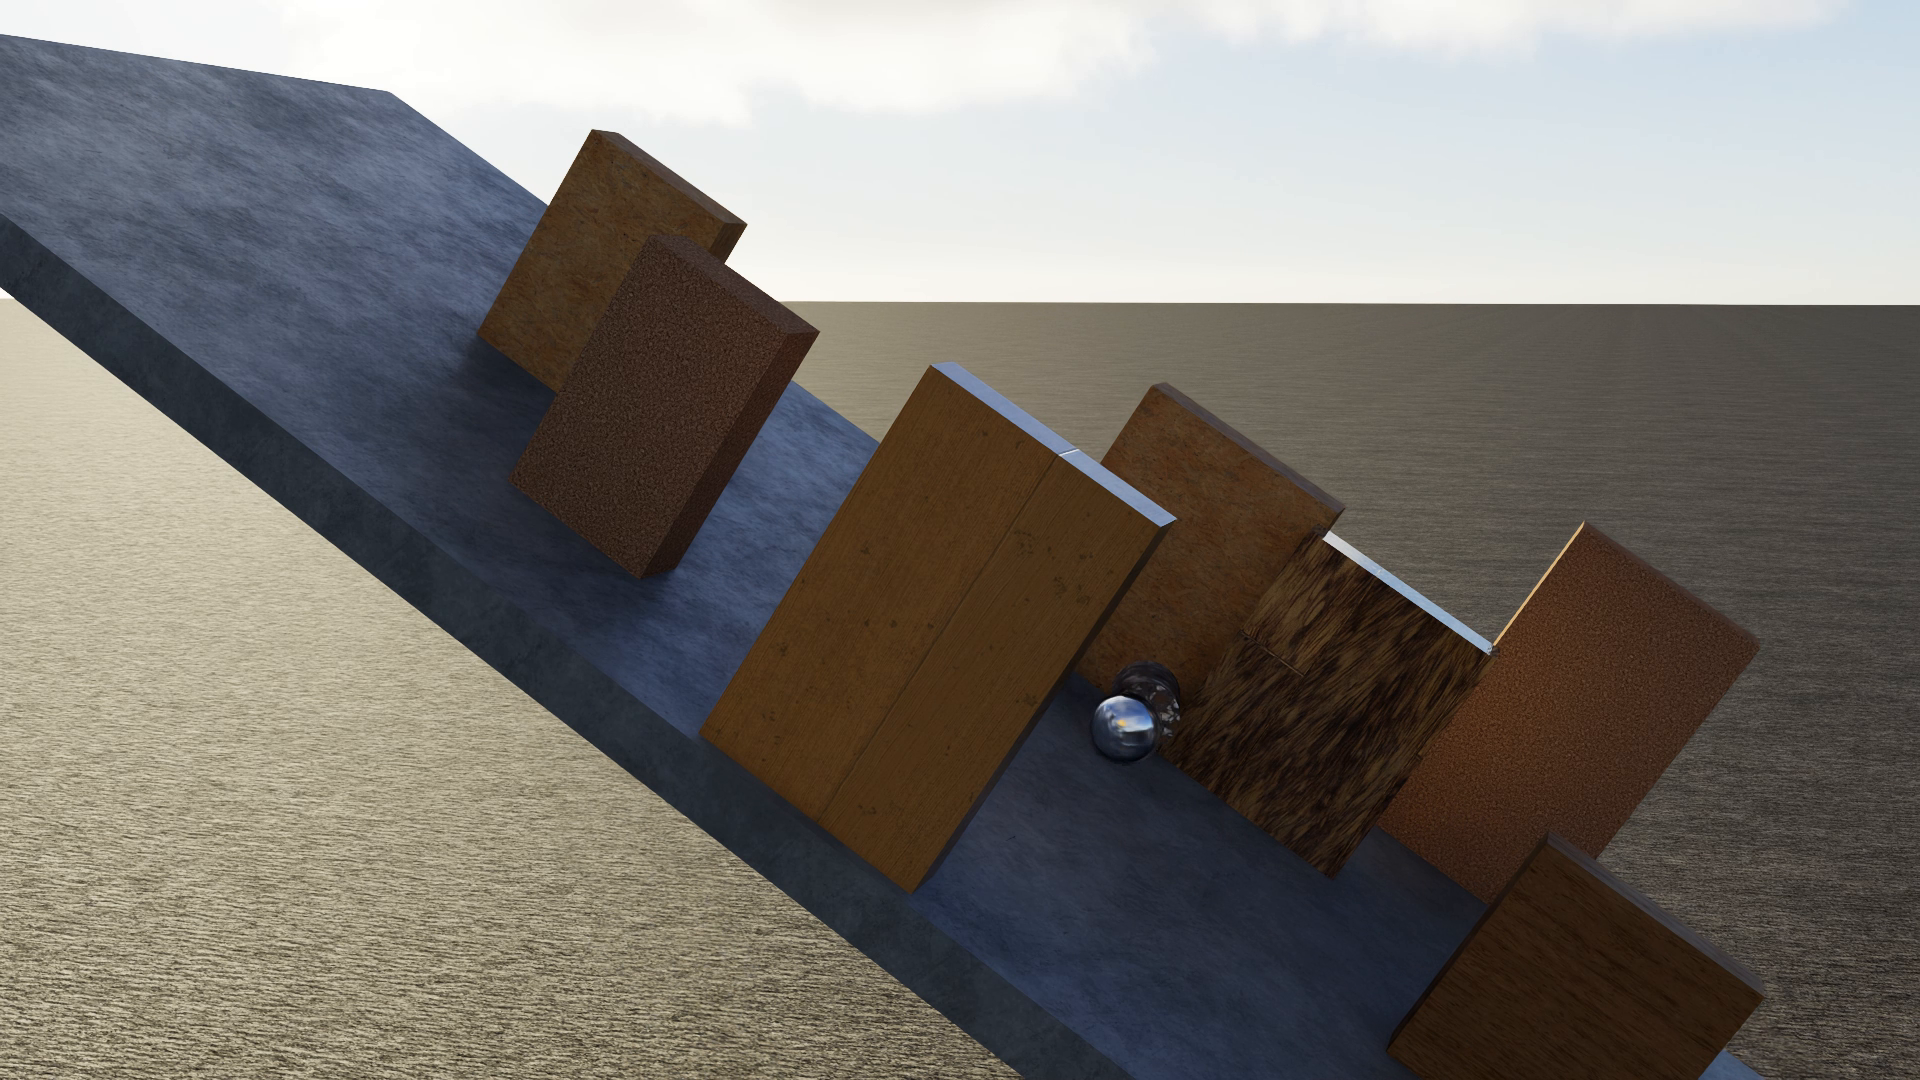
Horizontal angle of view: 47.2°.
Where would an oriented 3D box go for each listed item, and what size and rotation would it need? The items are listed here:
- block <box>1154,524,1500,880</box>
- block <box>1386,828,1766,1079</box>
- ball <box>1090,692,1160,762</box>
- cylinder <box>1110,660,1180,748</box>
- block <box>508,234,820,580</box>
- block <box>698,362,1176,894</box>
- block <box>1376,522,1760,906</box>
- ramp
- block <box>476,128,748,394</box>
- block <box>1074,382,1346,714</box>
[{"bbox_3d":[0.704,0.310,4.235,0.419,0.531,0.121,36,15,10],"label":"block"},{"bbox_3d":[0.987,0.768,3.549,0.400,0.443,0.097,36,15,10],"label":"block"},{"bbox_3d":[0.307,0.348,4.081,0.131,0.131,0.131,0,7,0],"label":"ball"},{"bbox_3d":[0.358,0.319,4.265,0.137,0.137,0.137,1,14,6],"label":"cylinder"},{"bbox_3d":[-0.483,-0.217,3.577,0.280,0.476,0.141,36,15,10],"label":"block"},{"bbox_3d":[-0.039,0.124,3.101,0.386,0.639,0.109,36,15,10],"label":"block"},{"bbox_3d":[1.261,0.399,4.627,0.423,0.768,0.126,36,15,10],"label":"block"},{"bbox_3d":[-0.122,0.207,4.097,4.000,0.100,2.000,36,15,10],"label":"ramp"},{"bbox_3d":[-0.654,-0.489,4.123,0.314,0.452,0.111,36,15,10],"label":"block"},{"bbox_3d":[0.424,0.044,4.424,0.441,0.567,0.136,36,15,10],"label":"block"}]
